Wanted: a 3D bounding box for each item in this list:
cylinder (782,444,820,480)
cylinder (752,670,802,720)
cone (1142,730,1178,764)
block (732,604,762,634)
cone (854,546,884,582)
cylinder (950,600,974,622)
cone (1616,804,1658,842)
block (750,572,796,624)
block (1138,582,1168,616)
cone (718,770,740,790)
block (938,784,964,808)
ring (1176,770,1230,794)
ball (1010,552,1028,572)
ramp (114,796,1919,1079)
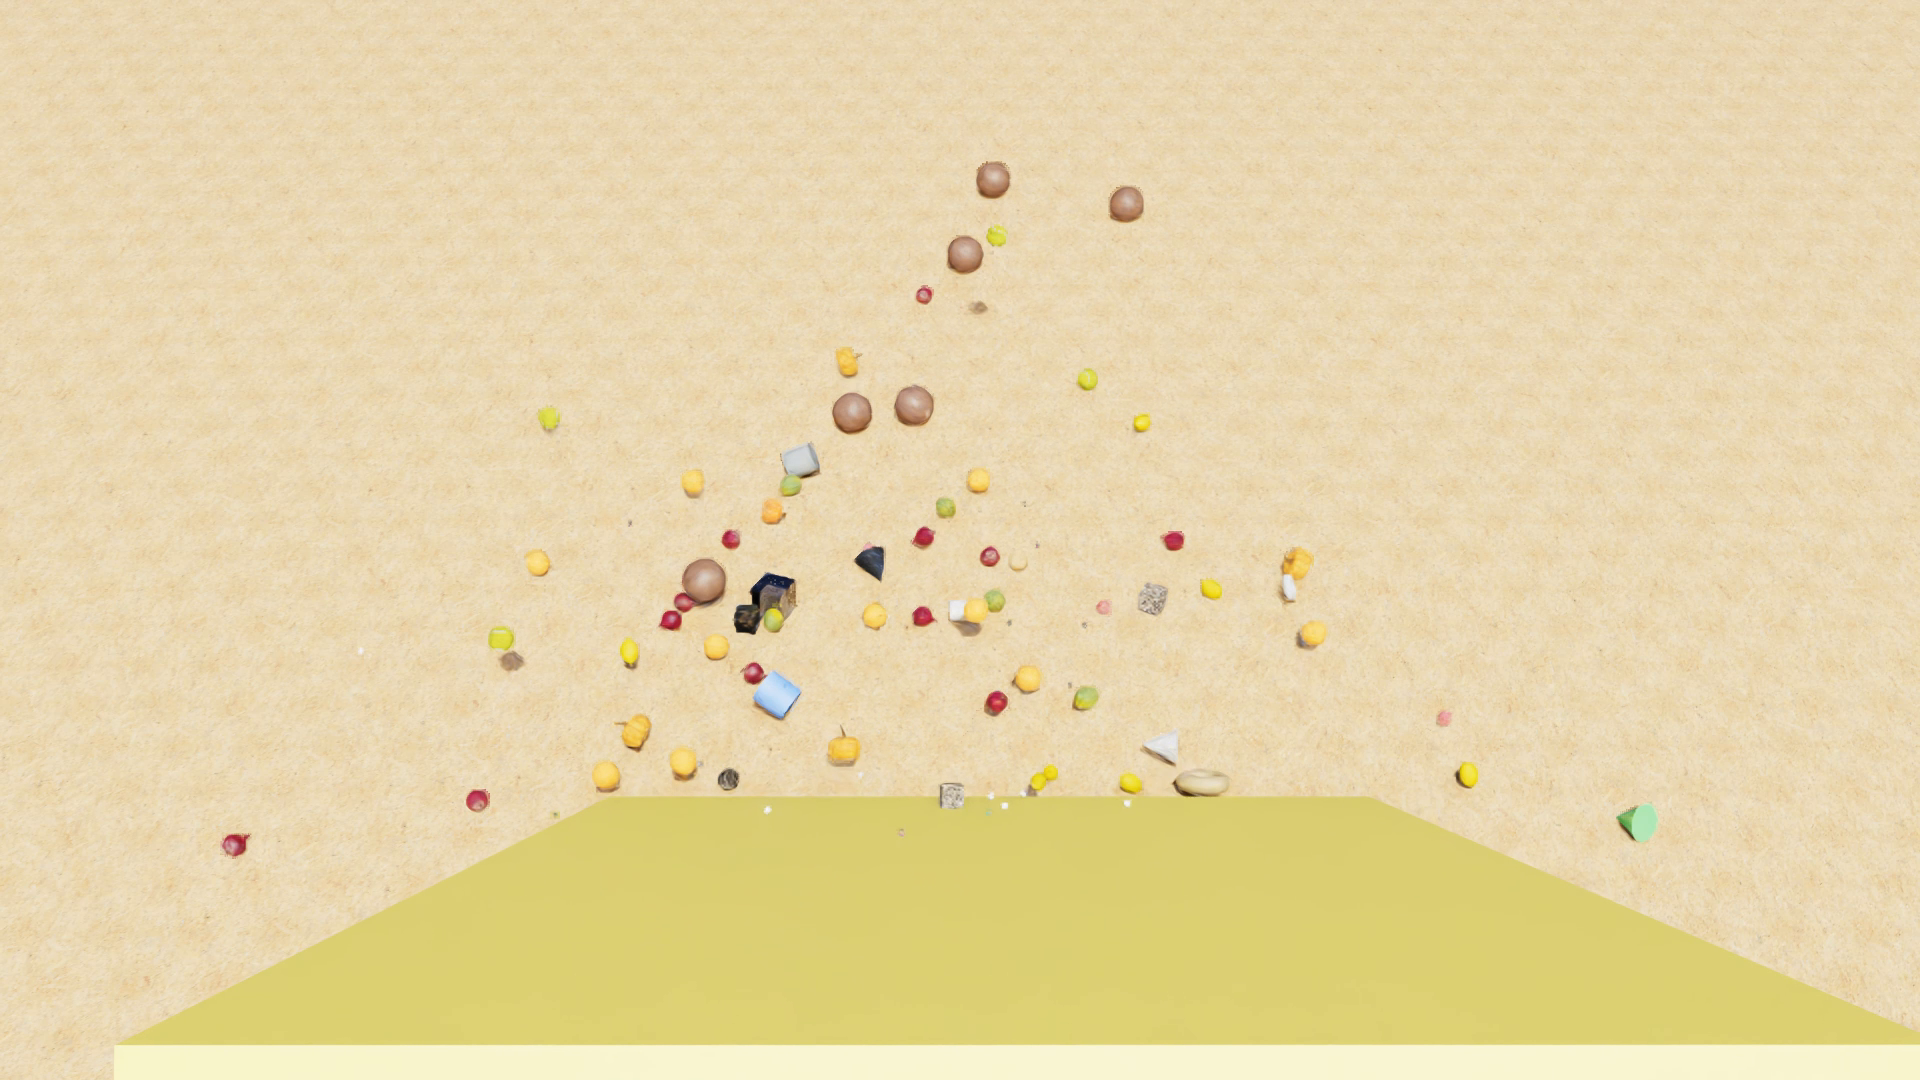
[{"bbox_3d":[-0.500,-0.247,8.190,0.090,0.090,0.090,-21,34,10],"label":"cylinder"},{"bbox_3d":[-0.505,0.428,7.168,0.099,0.099,0.099,36,42,3],"label":"cylinder"},{"bbox_3d":[0.540,0.556,7.022,0.097,0.097,0.097,2,35,6],"label":"cone"},{"bbox_3d":[-0.618,0.229,7.542,0.059,0.059,0.059,5,50,16],"label":"block"},{"bbox_3d":[-0.252,0.087,7.774,0.098,0.098,0.098,-16,64,-22],"label":"cone"},{"bbox_3d":[0.005,0.206,7.583,0.063,0.063,0.063,-1,35,3],"label":"cylinder"},{"bbox_3d":[1.762,0.737,6.836,0.099,0.099,0.099,-25,18,-31],"label":"cone"},{"bbox_3d":[-0.545,0.171,7.609,0.098,0.098,0.098,14,37,20],"label":"block"},{"bbox_3d":[0.565,0.174,7.629,0.064,0.064,0.064,16,33,22],"label":"block"},{"bbox_3d":[-0.622,0.629,6.945,0.061,0.061,0.061,-1,62,3],"label":"cone"},{"bbox_3d":[-0.020,0.635,6.459,0.056,0.056,0.056,0,-2,-10],"label":"block"},{"bbox_3d":[0.651,0.646,6.936,0.145,0.048,0.145,1,7,0],"label":"ring"},{"bbox_3d":[0.176,0.064,7.796,0.058,0.058,0.058,0,35,0],"label":"ball"},{"bbox_3d":[0.077,0.663,4.831,2.000,0.100,4.000,0,-2,0],"label":"ramp"}]
